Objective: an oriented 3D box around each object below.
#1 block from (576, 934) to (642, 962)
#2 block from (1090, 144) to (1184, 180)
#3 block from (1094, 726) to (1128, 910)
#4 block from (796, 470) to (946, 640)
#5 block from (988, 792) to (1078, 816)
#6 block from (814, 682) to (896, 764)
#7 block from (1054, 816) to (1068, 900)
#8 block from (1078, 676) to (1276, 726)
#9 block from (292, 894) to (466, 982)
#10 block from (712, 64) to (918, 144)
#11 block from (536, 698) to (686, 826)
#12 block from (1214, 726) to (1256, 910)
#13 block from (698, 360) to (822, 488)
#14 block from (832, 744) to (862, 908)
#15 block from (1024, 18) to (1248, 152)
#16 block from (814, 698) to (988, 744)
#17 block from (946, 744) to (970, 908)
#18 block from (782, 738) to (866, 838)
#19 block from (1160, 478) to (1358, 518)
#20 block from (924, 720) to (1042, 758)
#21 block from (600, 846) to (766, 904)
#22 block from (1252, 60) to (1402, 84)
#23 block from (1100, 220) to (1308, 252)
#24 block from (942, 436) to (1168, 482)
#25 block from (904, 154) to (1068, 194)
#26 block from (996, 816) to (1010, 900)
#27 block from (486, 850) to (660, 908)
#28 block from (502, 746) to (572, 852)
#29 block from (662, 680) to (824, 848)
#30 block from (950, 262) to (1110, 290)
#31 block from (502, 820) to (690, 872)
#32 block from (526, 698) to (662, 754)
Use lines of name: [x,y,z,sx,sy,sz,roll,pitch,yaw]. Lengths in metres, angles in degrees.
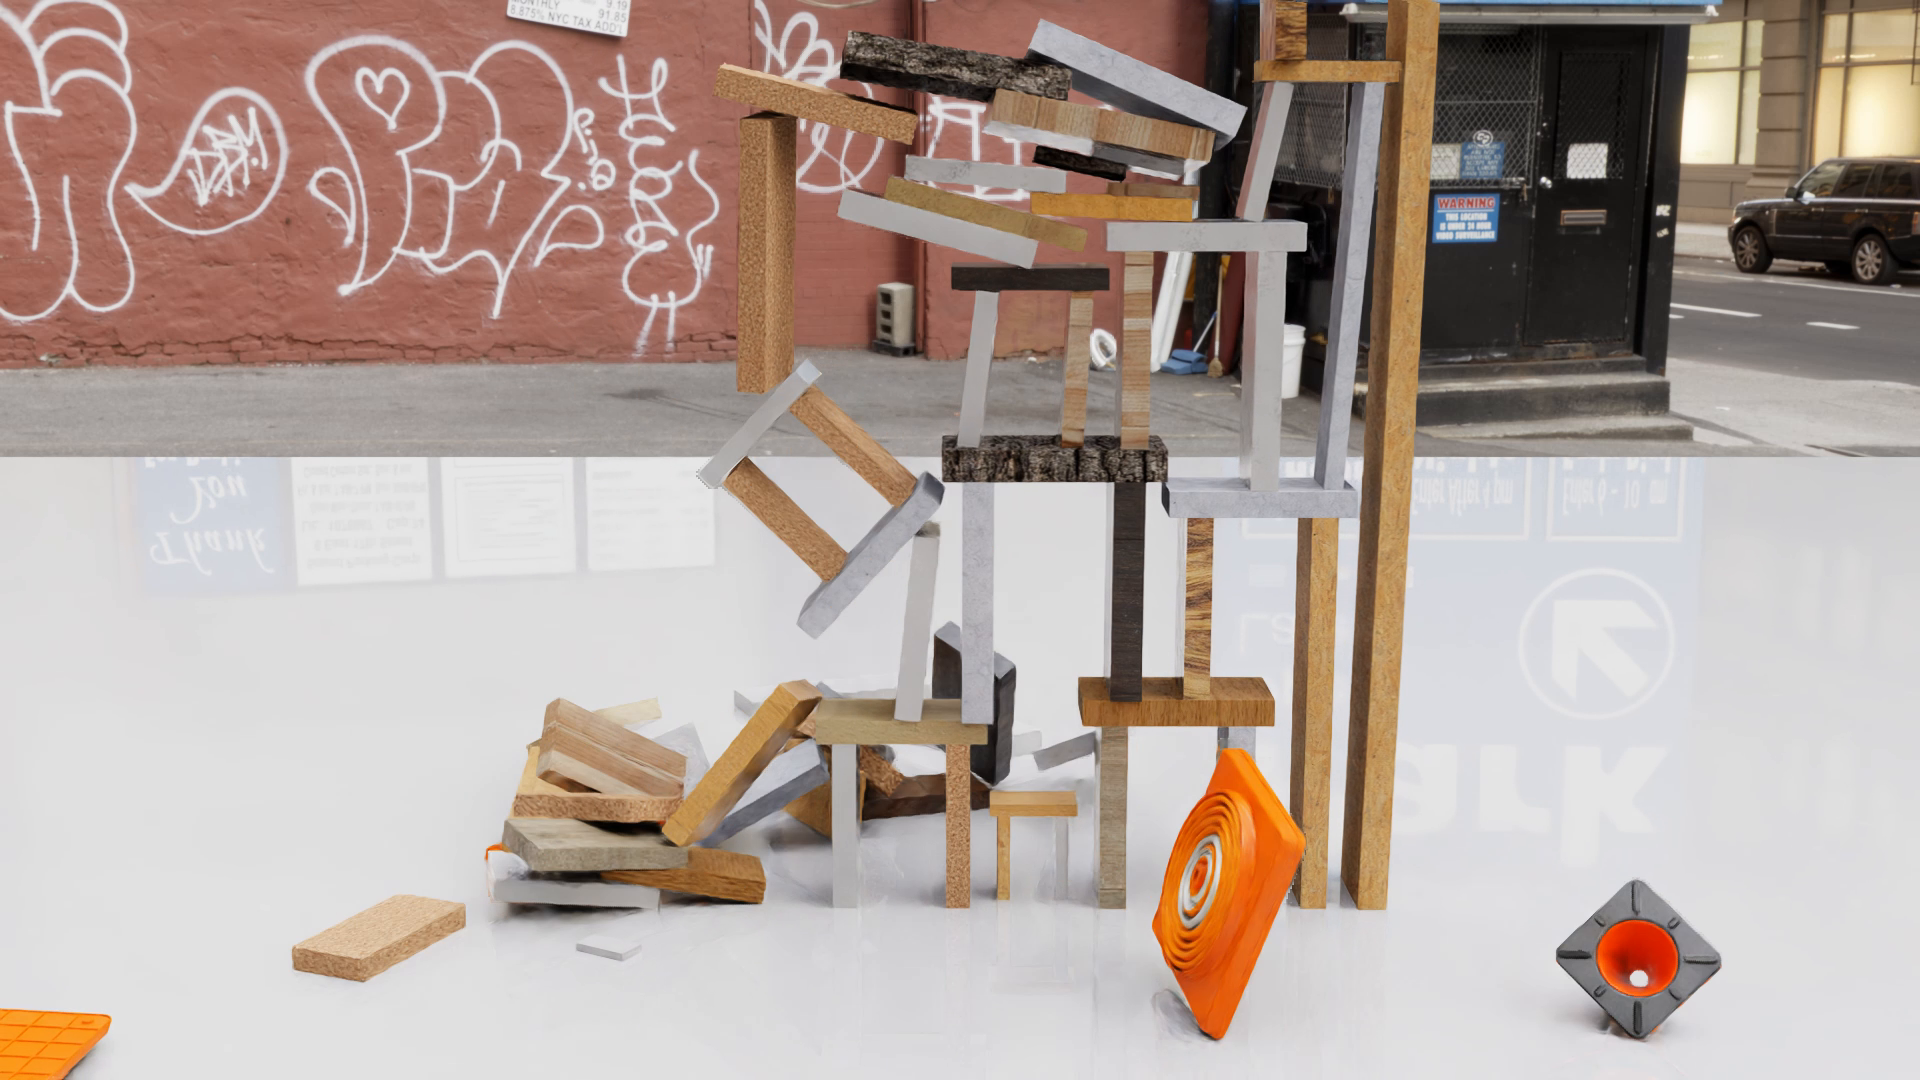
block: [-0.545,0.632,3.409,0.092,0.013,0.046,6,12,30]
block: [0.277,-0.592,3.448,0.143,0.020,0.072,11,3,-2]
block: [0.249,0.438,3.642,0.044,0.309,0.154,0,11,0]
block: [-0.144,0.023,3.569,0.043,0.301,0.150,42,12,-7]
block: [0.120,0.438,3.645,0.144,0.020,0.072,0,11,0]
block: [-0.197,0.346,4.064,0.131,0.037,0.261,35,-12,17]
block: [0.168,0.518,3.660,0.020,0.144,0.072,0,11,0]
block: [0.352,0.265,3.610,0.309,0.044,0.154,0,11,0]
block: [-0.900,0.617,3.424,0.130,0.037,0.260,4,11,23]
block: [-0.222,-0.676,3.407,0.310,0.044,0.155,13,13,-5]
block: [-0.615,0.402,3.902,0.041,0.143,0.286,-29,-45,36]
block: [0.455,0.438,3.642,0.044,0.309,0.154,0,11,0]
block: [-0.322,-0.189,3.543,0.033,0.232,0.116,43,14,-5]
block: [-0.188,0.454,3.642,0.039,0.277,0.139,0,11,0]
block: [0.268,-0.709,3.438,0.344,0.049,0.172,23,2,-3]
block: [-0.095,0.298,3.613,0.277,0.039,0.139,0,11,0]
block: [-0.003,0.454,3.642,0.039,0.277,0.139,0,11,0]
block: [-0.254,0.457,4.018,0.037,0.130,0.259,3,7,-31]
block: [0.479,-0.069,3.545,0.297,0.042,0.148,0,11,0]
block: [0.002,0.396,4.585,0.163,0.046,0.327,-8,13,-37]
block: [-0.462,0.544,3.652,0.267,0.038,0.134,11,8,-12]
block: [0.570,-0.728,3.421,0.214,0.030,0.107,1,11,0]
block: [0.381,-0.482,3.473,0.309,0.044,0.154,0,10,0]
block: [0.149,-0.132,3.539,0.355,0.050,0.178,0,11,0]
block: [0.039,-0.573,3.444,0.248,0.035,0.124,5,10,-2]
block: [0.072,0.518,3.660,0.020,0.144,0.072,0,11,0]
block: [-0.637,0.558,3.617,0.267,0.038,0.134,6,10,-18]
block: [-0.727,0.465,3.980,0.143,0.041,0.591,-2,10,-6]
block: [-0.355,0.364,3.607,0.043,0.312,0.150,40,7,10]
block: [0.109,-0.418,3.485,0.247,0.035,0.123,0,11,-1]
block: [-0.589,0.492,3.562,0.267,0.038,0.134,5,11,-36]
block: [-0.726,0.380,4.357,0.143,0.041,0.286,-10,-12,-41]
